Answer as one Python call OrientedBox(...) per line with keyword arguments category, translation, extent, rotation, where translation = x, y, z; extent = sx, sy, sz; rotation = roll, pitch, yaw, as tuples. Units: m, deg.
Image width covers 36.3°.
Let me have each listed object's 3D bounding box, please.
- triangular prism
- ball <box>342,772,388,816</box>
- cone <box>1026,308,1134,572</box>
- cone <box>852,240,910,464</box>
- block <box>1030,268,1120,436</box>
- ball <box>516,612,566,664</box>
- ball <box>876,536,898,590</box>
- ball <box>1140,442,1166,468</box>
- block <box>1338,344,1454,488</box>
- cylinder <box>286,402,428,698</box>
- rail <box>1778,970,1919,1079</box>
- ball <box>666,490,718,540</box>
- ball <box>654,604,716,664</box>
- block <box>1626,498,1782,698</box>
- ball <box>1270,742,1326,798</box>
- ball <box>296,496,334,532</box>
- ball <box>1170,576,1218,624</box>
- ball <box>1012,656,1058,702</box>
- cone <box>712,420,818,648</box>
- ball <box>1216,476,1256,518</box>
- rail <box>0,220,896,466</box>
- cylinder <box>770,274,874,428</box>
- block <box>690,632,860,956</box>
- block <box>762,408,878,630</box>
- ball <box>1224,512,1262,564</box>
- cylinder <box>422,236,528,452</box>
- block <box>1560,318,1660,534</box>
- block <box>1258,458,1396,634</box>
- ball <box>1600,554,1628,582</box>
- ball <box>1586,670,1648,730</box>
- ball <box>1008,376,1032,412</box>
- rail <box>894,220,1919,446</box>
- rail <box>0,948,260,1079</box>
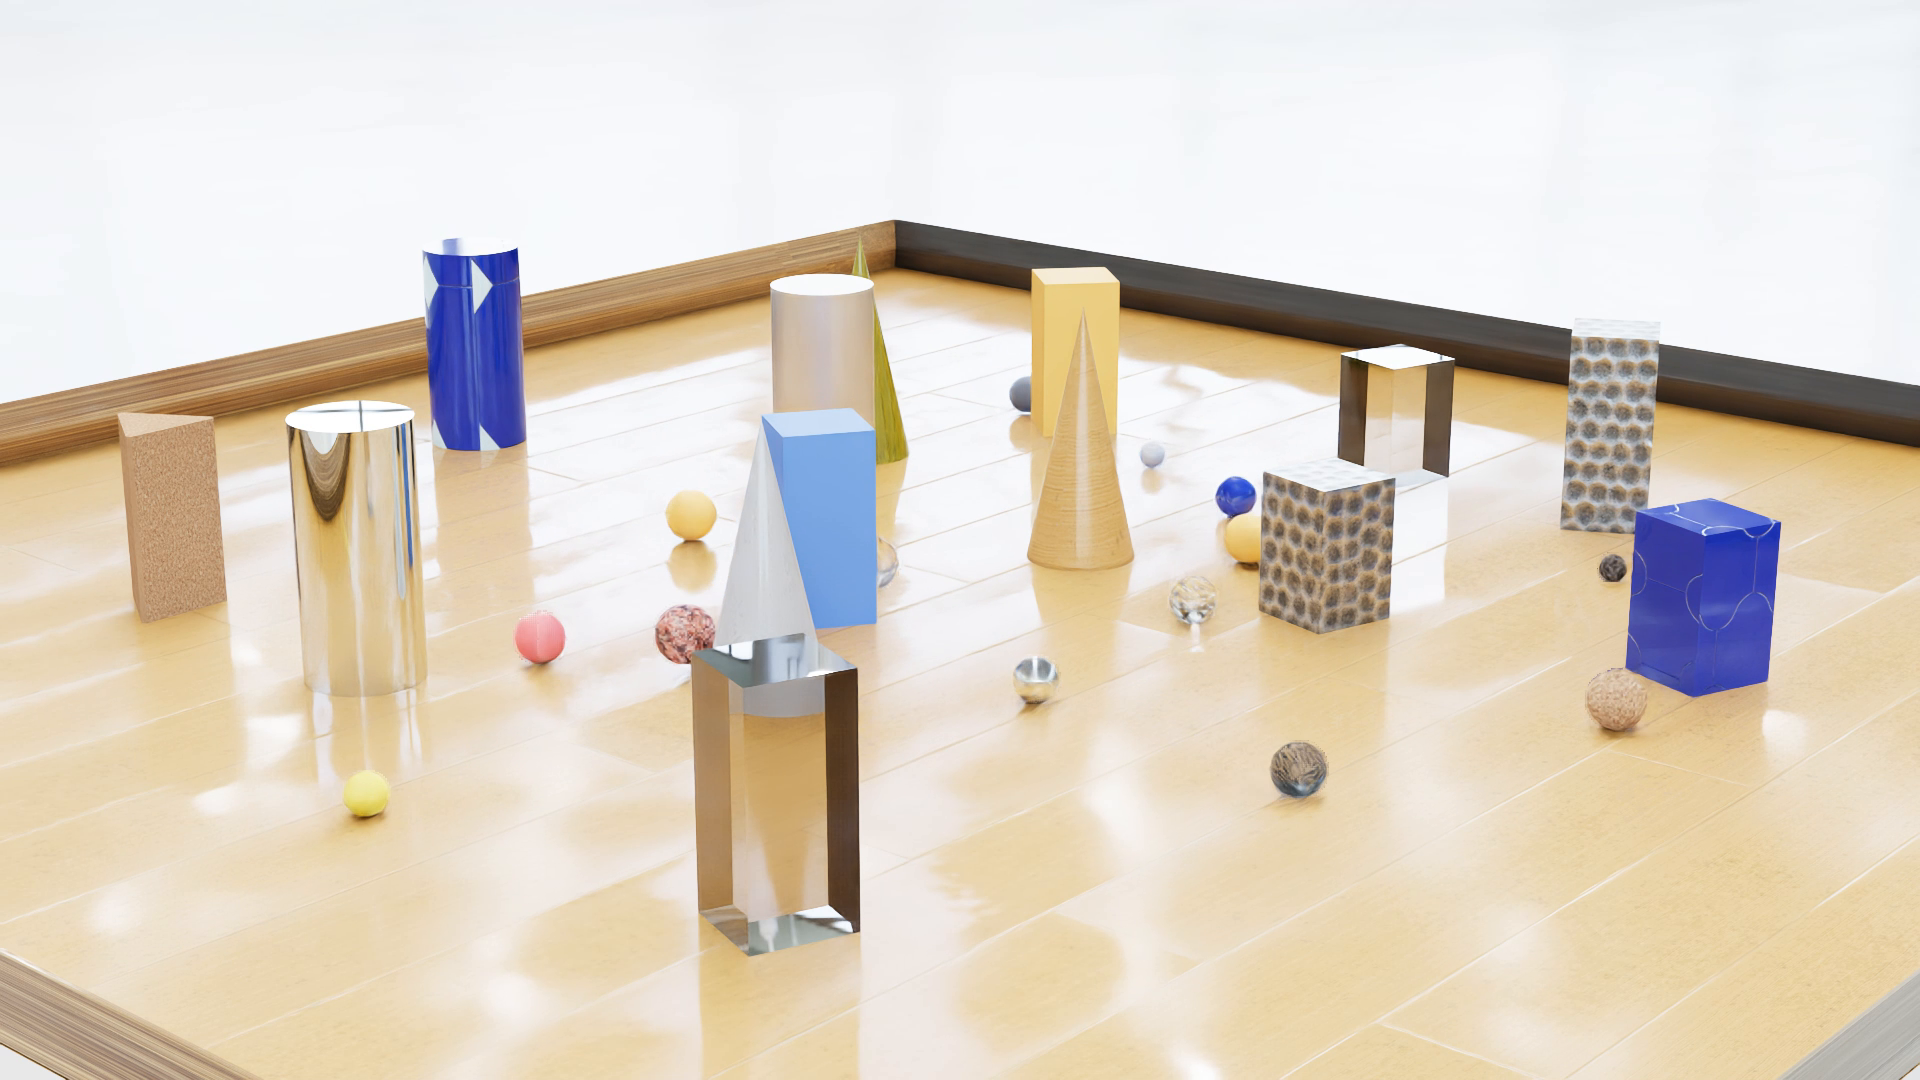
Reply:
OrientedBox(category="triangular prism", translation=(-1.388, -0.048, 5.044), extent=(0.149, 0.328, 0.172), rotation=(14, 22, 38))
OrientedBox(category="ball", translation=(-0.841, 0.360, 4.149), extent=(0.064, 0.064, 0.064), rotation=(0, 17, 0))
OrientedBox(category="cone", translation=(0.220, -0.194, 5.291), extent=(0.198, 0.466, 0.198), rotation=(0, 17, 0))
OrientedBox(category="cone", translation=(-0.202, -0.396, 5.984), extent=(0.198, 0.453, 0.198), rotation=(0, 17, 0))
OrientedBox(category="block", translation=(0.243, -0.400, 6.216), extent=(0.158, 0.326, 0.158), rotation=(-2, 17, -8))
OrientedBox(category="ball", translation=(-0.683, 0.160, 4.780), extent=(0.082, 0.082, 0.082), rotation=(0, 17, 0))
OrientedBox(category="ball", translation=(-0.155, 0.040, 5.151), extent=(0.094, 0.094, 0.094), rotation=(0, 17, 0))
OrientedBox(category="ball", translation=(0.390, -0.173, 5.935), extent=(0.054, 0.054, 0.054), rotation=(0, 17, 0))
OrientedBox(category="block", translation=(0.869, -0.248, 5.853), extent=(0.158, 0.244, 0.158), rotation=(-11, 20, -32))
OrientedBox(category="cylinder", translation=(-0.956, 0.013, 4.662), extent=(0.198, 0.432, 0.198), rotation=(0, 17, 0))
OrientedBox(category="rail", translation=(1.509, 0.410, 3.866), extent=(0.045, 0.129, 4.120), rotation=(14, 22, 39))
OrientedBox(category="ball", translation=(-0.499, -0.047, 5.443), extent=(0.095, 0.095, 0.095), rotation=(0, 17, 0))
OrientedBox(category="ball", translation=(-0.442, 0.151, 4.712), extent=(0.099, 0.099, 0.099), rotation=(0, 17, 0))
OrientedBox(category="block", translation=(1.188, 0.090, 4.692), extent=(0.158, 0.267, 0.158), rotation=(-9, 19, -28))
OrientedBox(category="ball", translation=(0.486, 0.330, 4.215), extent=(0.082, 0.082, 0.082), rotation=(0, 17, 0))
OrientedBox(category="ball", translation=(-1.208, -0.049, 5.496), extent=(0.069, 0.069, 0.069), rotation=(0, 17, 0))
OrientedBox(category="ball", translation=(0.396, 0.101, 4.974), extent=(0.083, 0.083, 0.083), rotation=(0, 17, 0))
OrientedBox(category="ball", translation=(0.119, 0.219, 4.600), extent=(0.073, 0.073, 0.073), rotation=(0, 17, 0))
OrientedBox(category="cone", translation=(-0.309, 0.021, 4.626), extent=(0.198, 0.438, 0.198), rotation=(0, 17, 0))
OrientedBox(category="ball", translation=(0.526, -0.083, 5.590), extent=(0.079, 0.079, 0.079), rotation=(0, 17, 0))
OrientedBox(category="rail", translation=(-1.509, -0.346, 6.374), extent=(0.045, 0.129, 4.120), rotation=(14, 22, 39))
OrientedBox(category="cylinder", translation=(-0.265, -0.289, 5.686), extent=(0.198, 0.420, 0.198), rotation=(0, 17, 0))
OrientedBox(category="block", translation=(-0.235, 0.323, 3.756), extent=(0.158, 0.360, 0.158), rotation=(-9, 19, -27))
OrientedBox(category="block", translation=(-0.239, -0.036, 4.984), extent=(0.158, 0.339, 0.158), rotation=(-5, 17, -16))
OrientedBox(category="ball", translation=(0.523, -0.003, 5.304), extent=(0.092, 0.092, 0.092), rotation=(0, 17, 0))
OrientedBox(category="cylinder", translation=(-1.009, -0.409, 6.099), extent=(0.198, 0.411, 0.198), rotation=(0, 17, 0))
OrientedBox(category="block", translation=(1.224, -0.215, 5.520), extent=(0.158, 0.374, 0.158), rotation=(4, 17, 13))
OrientedBox(category="block", translation=(0.624, 0.008, 4.995), extent=(0.158, 0.250, 0.158), rotation=(-11, 20, -32))
OrientedBox(category="ball", translation=(1.159, 0.050, 5.201), extent=(0.049, 0.049, 0.049), rotation=(0, 17, 0))
OrientedBox(category="ball", translation=(1.005, 0.245, 4.484), extent=(0.090, 0.090, 0.090), rotation=(0, 17, 0))
OrientedBox(category="ball", translation=(0.145, -0.315, 6.353), extent=(0.080, 0.080, 0.080), rotation=(0, 17, 0))
OrientedBox(category="rail", translation=(1.335, -0.411, 6.592), extent=(4.043, 0.129, 0.045), rotation=(14, 22, 39))
OrientedBox(category="rail", translation=(-1.335, 0.476, 3.648), extent=(4.043, 0.129, 0.045), rotation=(14, 22, 39))
